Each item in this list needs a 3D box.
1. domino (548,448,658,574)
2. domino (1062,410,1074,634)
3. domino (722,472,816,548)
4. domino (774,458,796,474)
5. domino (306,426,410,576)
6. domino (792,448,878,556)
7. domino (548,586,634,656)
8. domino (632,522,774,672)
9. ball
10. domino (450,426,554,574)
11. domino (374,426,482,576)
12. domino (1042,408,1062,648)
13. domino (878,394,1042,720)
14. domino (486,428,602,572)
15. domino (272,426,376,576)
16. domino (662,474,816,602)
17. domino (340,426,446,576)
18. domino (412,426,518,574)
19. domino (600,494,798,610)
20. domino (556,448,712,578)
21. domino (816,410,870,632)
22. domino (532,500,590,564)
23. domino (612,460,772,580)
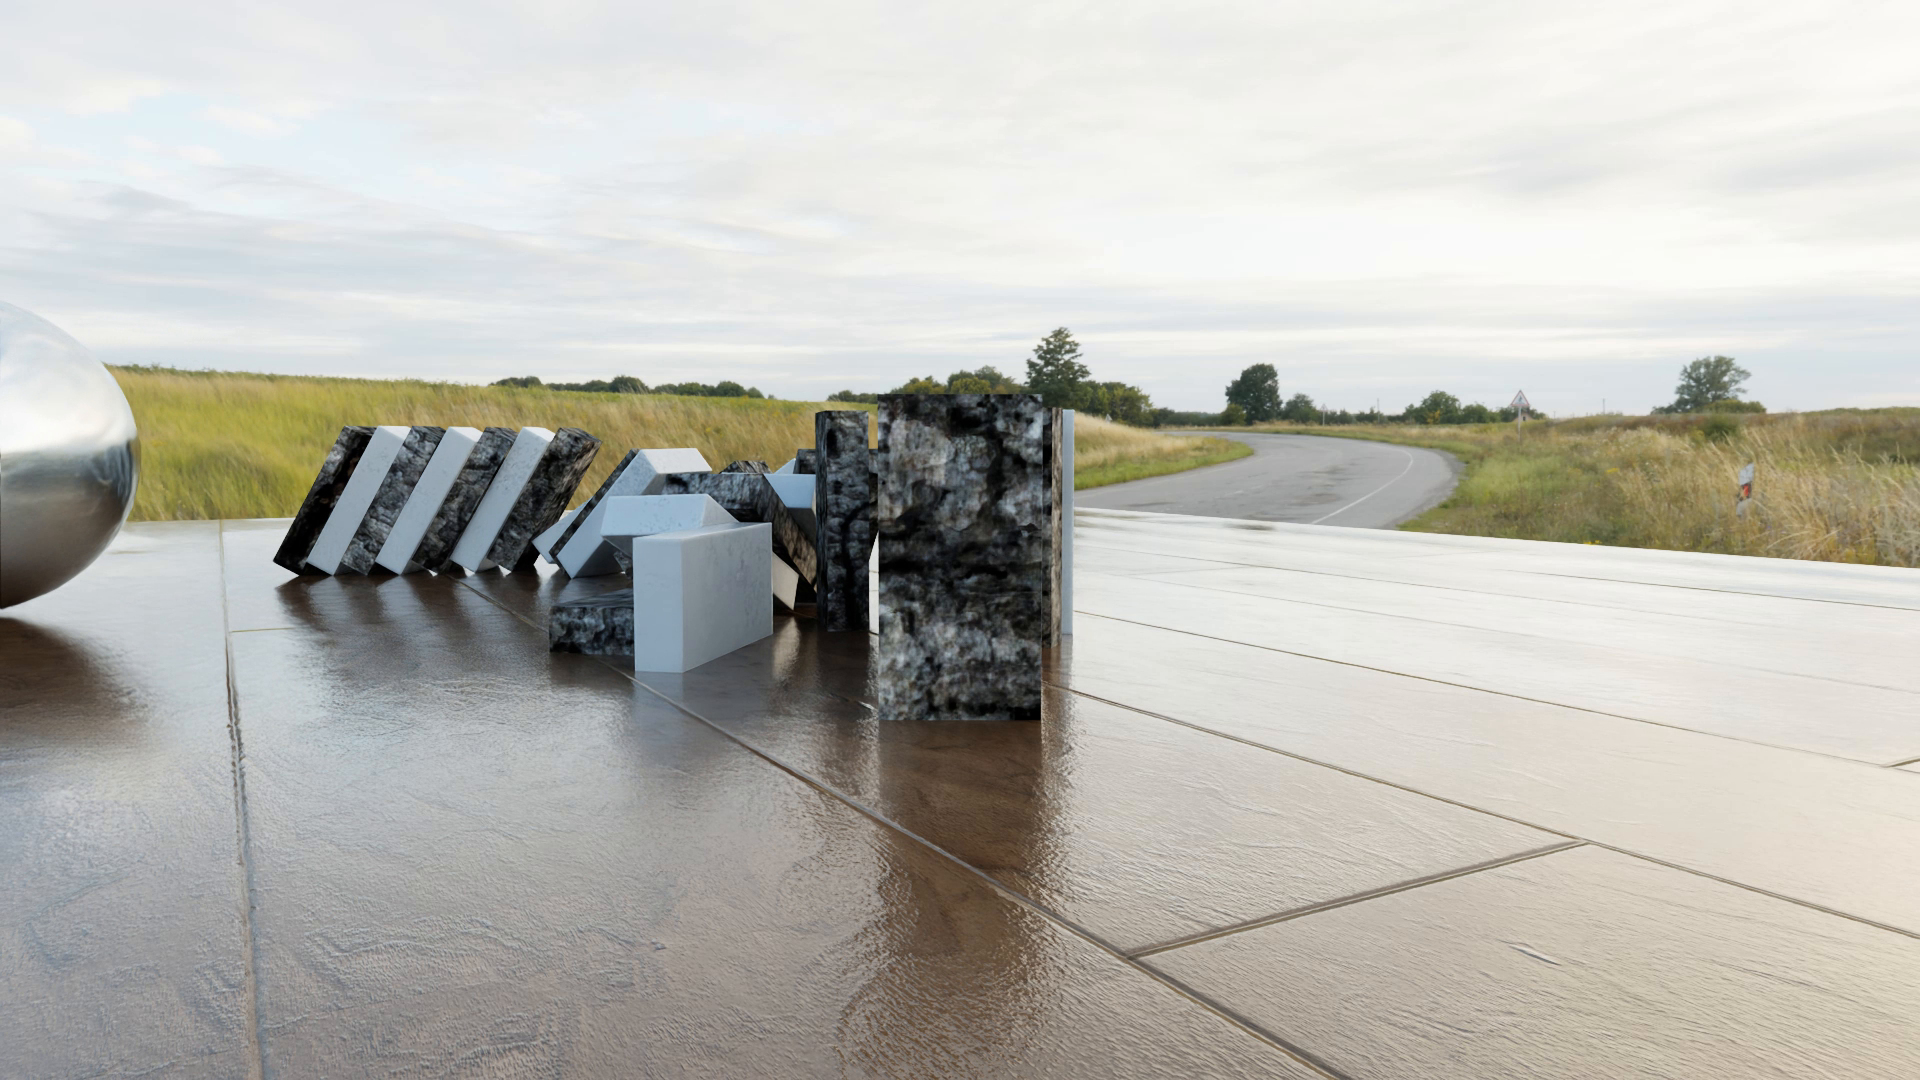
[{"bbox_3d":[-0.110,-0.010,0.422,0.050,0.009,0.025,-45,-17,23],"label":"domino"},{"bbox_3d":[0.013,-0.004,0.290,0.025,0.050,0.009,0,4,4],"label":"domino"},{"bbox_3d":[-0.045,-0.001,0.340,0.025,0.010,0.050,2,-28,10],"label":"domino"},{"bbox_3d":[-0.065,-0.007,0.405,0.050,0.009,0.025,-36,-6,11],"label":"domino"},{"bbox_3d":[-0.195,-0.014,0.425,0.010,0.050,0.025,29,2,-5],"label":"domino"},{"bbox_3d":[-0.036,-0.005,0.363,0.025,0.009,0.050,-1,-39,-19],"label":"domino"},{"bbox_3d":[-0.066,0.017,0.283,0.025,0.010,0.050,1,4,13],"label":"domino"},{"bbox_3d":[-0.051,0.010,0.263,0.009,0.025,0.050,1,4,11],"label":"domino"},{"bbox_3d":[-0.248,-0.021,0.315,0.080,0.080,0.080,0,4,0],"label":"ball"},{"bbox_3d":[-0.152,-0.014,0.433,0.010,0.050,0.025,30,3,-4],"label":"domino"},{"bbox_3d":[-0.174,-0.013,0.427,0.010,0.050,0.025,30,2,-5],"label":"domino"},{"bbox_3d":[0.008,-0.003,0.273,0.025,0.050,0.009,1,4,17],"label":"domino"},{"bbox_3d":[0.000,0.002,0.201,0.025,0.050,0.009,0,4,0],"label":"domino"},{"bbox_3d":[-0.141,-0.014,0.437,0.010,0.050,0.025,30,3,-4],"label":"domino"},{"bbox_3d":[-0.206,-0.014,0.425,0.010,0.050,0.025,29,2,-5],"label":"domino"},{"bbox_3d":[-0.053,0.000,0.323,0.025,0.010,0.050,1,-28,16],"label":"domino"},{"bbox_3d":[-0.184,-0.014,0.426,0.009,0.050,0.025,29,2,-5],"label":"domino"},{"bbox_3d":[-0.163,-0.014,0.430,0.009,0.050,0.025,30,2,-5],"label":"domino"},{"bbox_3d":[-0.060,0.004,0.305,0.025,0.009,0.050,-1,-23,18],"label":"domino"},{"bbox_3d":[-0.103,-0.008,0.406,0.050,0.009,0.025,-45,-17,25],"label":"domino"},{"bbox_3d":[-0.028,-0.005,0.303,0.010,0.050,0.025,-1,4,-12],"label":"domino"},{"bbox_3d":[-0.122,-0.010,0.443,0.050,0.009,0.025,-37,2,-5],"label":"domino"},{"bbox_3d":[-0.083,-0.007,0.405,0.050,0.009,0.025,-36,-4,11],"label":"domino"}]
